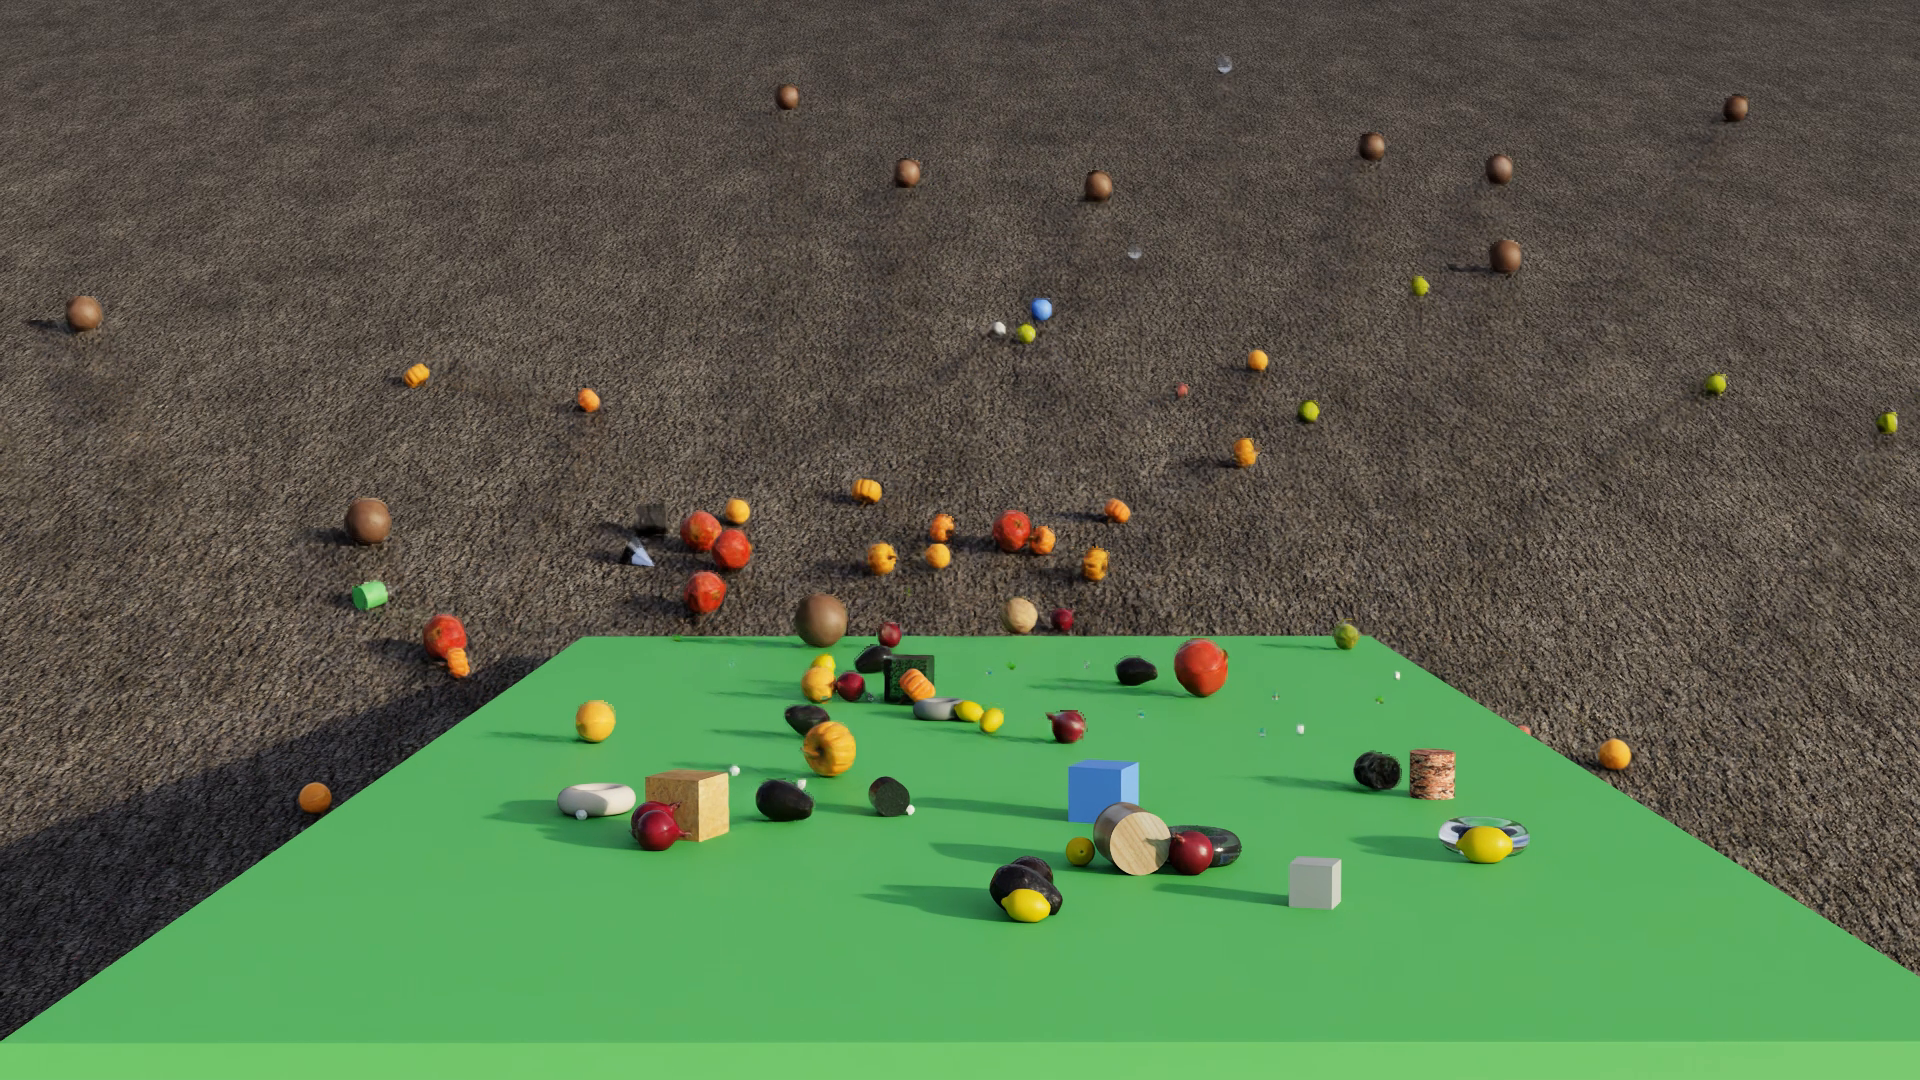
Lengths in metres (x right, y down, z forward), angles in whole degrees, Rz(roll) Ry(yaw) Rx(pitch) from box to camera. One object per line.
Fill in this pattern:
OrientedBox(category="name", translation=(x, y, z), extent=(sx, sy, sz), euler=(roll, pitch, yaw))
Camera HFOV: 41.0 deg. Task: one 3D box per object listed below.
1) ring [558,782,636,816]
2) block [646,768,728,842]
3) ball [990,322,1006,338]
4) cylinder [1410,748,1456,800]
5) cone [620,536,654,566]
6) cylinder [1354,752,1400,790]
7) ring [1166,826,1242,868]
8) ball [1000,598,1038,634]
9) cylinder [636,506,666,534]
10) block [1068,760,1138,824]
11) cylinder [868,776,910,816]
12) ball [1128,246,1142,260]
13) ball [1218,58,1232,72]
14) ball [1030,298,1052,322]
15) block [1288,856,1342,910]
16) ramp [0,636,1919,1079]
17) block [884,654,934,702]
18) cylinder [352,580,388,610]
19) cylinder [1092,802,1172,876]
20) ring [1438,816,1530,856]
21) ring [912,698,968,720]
OrientedBox(category="ring", translation=(-0.549, 0.392, 3.880), extent=(0.118, 0.039, 0.118), euler=(-1, 2, 0))
OrientedBox(category="block", translation=(-0.391, 0.380, 3.686), extent=(0.087, 0.087, 0.087), euler=(2, 4, 24))
OrientedBox(category="ball", translation=(0.140, -0.783, 9.562), extent=(0.062, 0.062, 0.062), euler=(0, 20, 0))
OrientedBox(category="cylinder", translation=(0.740, 0.367, 4.023), extent=(0.070, 0.070, 0.070), euler=(0, 4, 0))
OrientedBox(category="cone", translation=(-0.903, 0.051, 7.286), extent=(0.088, 0.088, 0.088), euler=(32, 27, 9))
OrientedBox(category="cylinder", translation=(0.666, 0.370, 4.105), extent=(0.054, 0.054, 0.054), euler=(-7, 6, -20))
OrientedBox(category="ring", translation=(0.319, 0.415, 3.483), extent=(0.126, 0.042, 0.126), euler=(1, 3, 0))
OrientedBox(category="ball", translation=(0.151, 0.196, 6.594), extent=(0.094, 0.094, 0.094), euler=(0, 20, 0))
OrientedBox(category="cylinder", translation=(-0.906, -0.059, 7.530), extent=(0.080, 0.080, 0.080), euler=(-2, 20, -5))
OrientedBox(category="block", translation=(0.214, 0.374, 3.815), extent=(0.082, 0.082, 0.082), euler=(1, 4, 22))
OrientedBox(category="cylinder", translation=(-0.107, 0.386, 3.862), extent=(0.053, 0.053, 0.053), euler=(-5, 5, -13))
OrientedBox(category="ball", translation=(0.731, -1.202, 10.730), extent=(0.055, 0.055, 0.055), euler=(0, 20, 0))
OrientedBox(category="ball", translation=(1.554, -2.784, 15.067), extent=(0.083, 0.083, 0.083), euler=(0, 20, 0))
OrientedBox(category="ball", translation=(0.308, -0.876, 9.785), extent=(0.085, 0.085, 0.085), euler=(0, 20, 0))
OrientedBox(category="block", translation=(0.443, 0.427, 3.199), extent=(0.054, 0.054, 0.054), euler=(1, 4, 20))
OrientedBox(category="ramp", translation=(0.047, 0.420, 4.534), extent=(2.000, 0.100, 4.000), euler=(0, 4, 0))
OrientedBox(category="block", translation=(-0.103, 0.282, 5.239), extent=(0.087, 0.087, 0.087), euler=(1, 4, 10))
OrientedBox(category="cylinder", translation=(-1.601, 0.152, 6.969), extent=(0.066, 0.066, 0.066), euler=(17, 26, 39))
OrientedBox(category="cylinder", translation=(0.229, 0.398, 3.425), extent=(0.084, 0.084, 0.084), euler=(-4, 4, -12))
OrientedBox(category="ring", translation=(0.726, 0.411, 3.556), extent=(0.124, 0.041, 0.124), euler=(1, 4, 0))
OrientedBox(category="ring", translation=(-0.037, 0.326, 4.951), extent=(0.109, 0.036, 0.109), euler=(-1, 5, 0))
